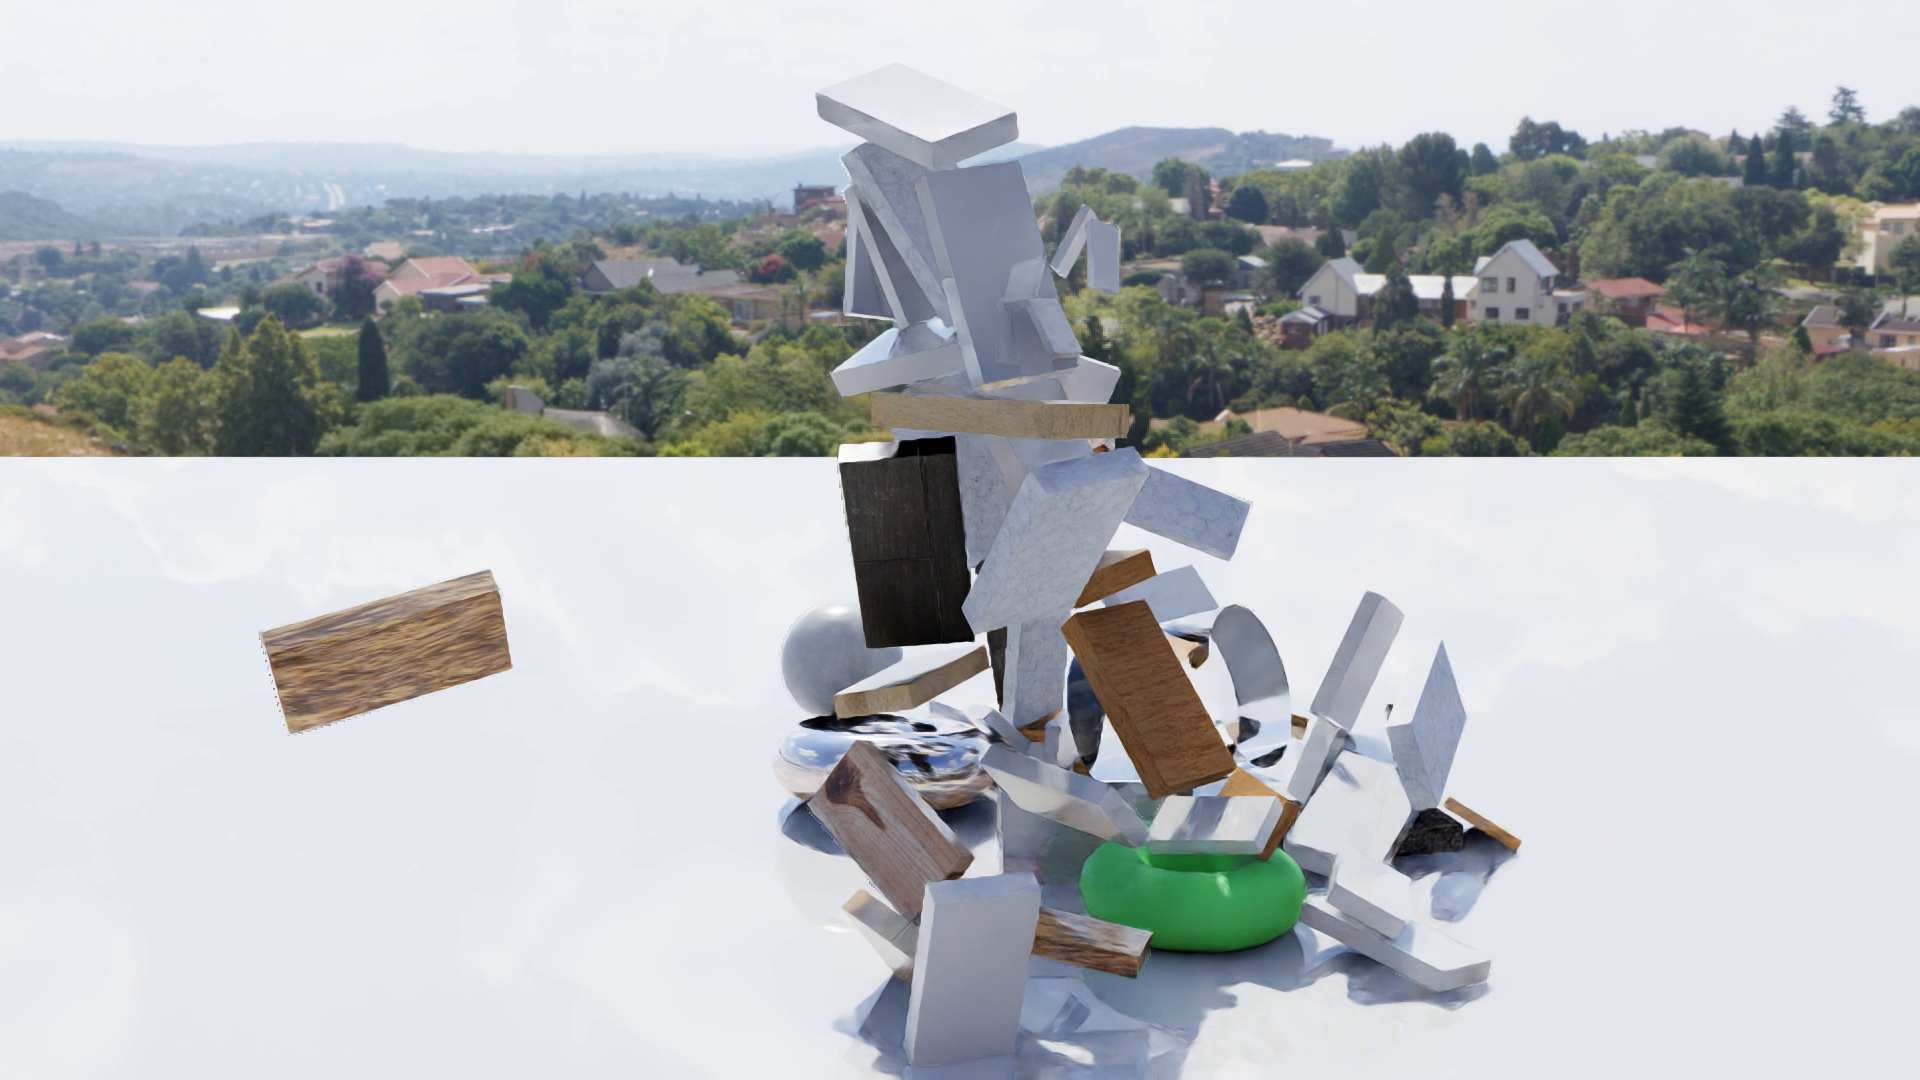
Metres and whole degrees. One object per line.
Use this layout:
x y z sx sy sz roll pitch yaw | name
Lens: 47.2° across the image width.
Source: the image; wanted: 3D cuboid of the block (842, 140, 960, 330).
-0.040 -0.503 3.444 0.155 0.310 0.044 -37 9 -33 | block

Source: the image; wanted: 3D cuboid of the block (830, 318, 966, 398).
-0.043 -0.314 3.583 0.327 0.046 0.163 -8 24 44 | block

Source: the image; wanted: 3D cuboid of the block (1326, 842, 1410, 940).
0.633 0.541 3.403 0.117 0.033 0.235 29 13 8 | block

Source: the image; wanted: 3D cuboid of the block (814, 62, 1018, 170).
-0.068 -0.645 3.330 0.155 0.044 0.310 -26 37 -27 | block

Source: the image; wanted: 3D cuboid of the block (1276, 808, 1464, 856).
0.710 0.519 3.923 0.329 0.047 0.165 -3 11 -13 | block

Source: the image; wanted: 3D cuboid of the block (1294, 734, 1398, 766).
0.772 0.448 4.302 0.167 0.047 0.335 -1 11 -3 | block

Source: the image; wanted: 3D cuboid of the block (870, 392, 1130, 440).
0.055 -0.181 3.202 0.347 0.049 0.173 7 7 42 | block

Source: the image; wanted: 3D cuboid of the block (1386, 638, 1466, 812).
0.830 0.323 3.903 0.046 0.161 0.375 -14 14 25 | block

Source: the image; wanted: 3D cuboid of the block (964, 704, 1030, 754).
0.073 0.378 4.414 0.104 0.030 0.209 43 -9 -7 | block

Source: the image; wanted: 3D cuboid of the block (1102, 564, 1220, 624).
0.399 0.135 4.272 0.273 0.136 0.039 -13 -24 -49 | block

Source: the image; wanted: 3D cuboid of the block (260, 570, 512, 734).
-0.735 0.144 2.835 0.294 0.147 0.042 -16 46 -19 | block

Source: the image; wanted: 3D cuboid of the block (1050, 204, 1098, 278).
0.163 -0.427 3.148 0.014 0.099 0.050 28 0 19 | block

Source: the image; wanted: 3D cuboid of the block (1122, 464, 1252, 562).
0.400 -0.052 3.949 0.222 0.111 0.031 21 -26 4 | block

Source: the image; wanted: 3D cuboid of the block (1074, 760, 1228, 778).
0.398 0.445 4.319 0.335 0.047 0.167 -10 14 -43 | block

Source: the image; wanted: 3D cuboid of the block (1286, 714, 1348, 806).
0.646 0.400 3.977 0.022 0.155 0.077 20 7 -21 | block

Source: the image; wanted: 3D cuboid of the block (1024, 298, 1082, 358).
0.134 -0.305 3.167 0.049 0.099 0.014 -4 -33 -34 | block

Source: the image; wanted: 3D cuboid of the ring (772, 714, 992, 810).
-0.141 0.416 4.141 0.428 0.143 0.428 2 2 0 | ring

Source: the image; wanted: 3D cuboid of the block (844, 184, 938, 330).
-0.085 -0.471 3.545 0.120 0.240 0.034 -23 2 -28 | block

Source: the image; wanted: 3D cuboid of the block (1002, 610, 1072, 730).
0.160 0.192 4.498 0.136 0.417 0.039 -21 39 -33 | block

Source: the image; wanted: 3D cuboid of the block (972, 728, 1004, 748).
0.017 0.407 4.397 0.088 0.025 0.176 -6 6 -19 | block

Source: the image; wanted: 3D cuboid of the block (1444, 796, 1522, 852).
0.936 0.508 3.943 0.077 0.022 0.155 32 1 -18 | block

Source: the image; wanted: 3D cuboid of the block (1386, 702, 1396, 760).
0.830 0.341 4.029 0.029 0.101 0.202 -9 -3 28 | block

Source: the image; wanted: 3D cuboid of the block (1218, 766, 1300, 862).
0.471 0.441 3.556 0.029 0.101 0.208 33 0 -18 | block

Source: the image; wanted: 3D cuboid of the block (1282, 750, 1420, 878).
0.694 0.485 3.833 0.165 0.047 0.329 16 29 22 | block

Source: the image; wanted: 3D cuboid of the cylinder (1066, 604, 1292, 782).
0.399 0.294 3.988 0.296 0.296 0.296 -16 0 33 | cylinder

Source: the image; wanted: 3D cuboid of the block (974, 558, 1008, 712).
0.051 -0.003 4.457 0.058 0.826 0.017 -1 28 17 | block

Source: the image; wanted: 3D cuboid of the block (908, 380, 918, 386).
-0.058 -0.276 3.994 0.063 0.169 0.018 -26 20 -18 | block

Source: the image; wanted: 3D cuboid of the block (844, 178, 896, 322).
-0.128 -0.494 3.703 0.120 0.240 0.034 4 -1 -28 | block

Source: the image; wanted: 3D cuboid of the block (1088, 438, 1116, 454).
0.179 -0.152 4.019 0.222 0.031 0.111 -23 28 23 | block

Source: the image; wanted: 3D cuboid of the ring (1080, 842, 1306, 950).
0.373 0.557 3.522 0.363 0.121 0.363 1 9 0 | ring

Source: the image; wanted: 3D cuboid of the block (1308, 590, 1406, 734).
0.803 0.248 4.442 0.039 0.273 0.136 23 -5 36 | block

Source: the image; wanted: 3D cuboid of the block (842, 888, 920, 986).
-0.055 0.610 3.169 0.042 0.147 0.294 -42 26 -15 | block

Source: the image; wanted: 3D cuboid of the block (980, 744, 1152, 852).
0.160 0.396 3.391 0.262 0.131 0.037 14 62 47 | block

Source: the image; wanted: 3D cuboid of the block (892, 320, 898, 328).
-0.093 -0.441 3.963 0.063 0.125 0.018 -7 8 -28 | block

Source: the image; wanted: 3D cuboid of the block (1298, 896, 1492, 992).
0.660 0.609 3.348 0.117 0.033 0.275 -1 15 -40 | block

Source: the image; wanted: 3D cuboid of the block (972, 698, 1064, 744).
0.142 0.383 4.627 0.209 0.030 0.104 5 27 23 | block

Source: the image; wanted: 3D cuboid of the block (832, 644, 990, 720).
-0.071 0.215 3.360 0.131 0.037 0.262 -10 6 28 | block

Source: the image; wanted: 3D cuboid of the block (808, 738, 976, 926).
-0.103 0.427 3.231 0.262 0.131 0.037 45 15 33 | block

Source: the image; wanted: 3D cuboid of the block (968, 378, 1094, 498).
0.136 -0.140 3.549 0.046 0.327 0.163 -3 34 42 | block

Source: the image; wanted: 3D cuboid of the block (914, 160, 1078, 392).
0.053 -0.387 3.218 0.155 0.324 0.044 -12 -9 -24 | block

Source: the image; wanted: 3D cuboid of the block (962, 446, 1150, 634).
0.134 0.004 3.204 0.173 0.346 0.049 -13 60 -28 | block

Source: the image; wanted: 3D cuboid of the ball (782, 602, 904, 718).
-0.232 0.242 4.354 0.242 0.242 0.242 0 11 0 | ball

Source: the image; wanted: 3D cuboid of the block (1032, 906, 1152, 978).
0.154 0.579 3.207 0.235 0.033 0.117 11 10 12 | block

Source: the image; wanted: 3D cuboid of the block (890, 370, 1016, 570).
0.000 -0.129 3.755 0.163 0.327 0.046 -37 29 -25 | block

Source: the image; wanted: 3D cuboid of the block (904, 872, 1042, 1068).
0.015 0.578 2.947 0.147 0.294 0.042 -3 33 -17 | block

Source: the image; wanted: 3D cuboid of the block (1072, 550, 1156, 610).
0.174 0.065 3.701 0.161 0.046 0.321 -22 9 -26 | block

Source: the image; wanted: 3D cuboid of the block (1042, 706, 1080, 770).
0.206 0.399 4.385 0.030 0.104 0.209 8 10 15 | block

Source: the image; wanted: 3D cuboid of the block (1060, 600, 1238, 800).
0.304 0.253 3.548 0.161 0.321 0.046 -10 -27 -40 | block

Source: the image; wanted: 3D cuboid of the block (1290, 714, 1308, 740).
0.591 0.347 4.242 0.155 0.022 0.077 13 -21 8 | block

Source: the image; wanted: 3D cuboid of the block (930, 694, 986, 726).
0.019 0.370 4.785 0.088 0.025 0.175 -8 13 -35 | block

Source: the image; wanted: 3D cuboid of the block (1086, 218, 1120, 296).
0.200 -0.395 3.075 0.050 0.099 0.014 13 -21 -39 | block

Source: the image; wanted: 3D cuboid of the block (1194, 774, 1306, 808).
0.471 0.496 4.043 0.335 0.047 0.167 -6 12 -30 | block

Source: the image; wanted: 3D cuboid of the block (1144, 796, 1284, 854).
0.399 0.449 3.472 0.202 0.029 0.101 -6 34 37 | block

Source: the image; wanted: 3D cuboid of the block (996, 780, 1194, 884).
0.230 0.493 3.723 0.329 0.165 0.047 -1 -2 -8 | block

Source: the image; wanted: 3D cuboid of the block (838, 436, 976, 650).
-0.077 0.008 3.373 0.173 0.346 0.049 -4 34 3 | block

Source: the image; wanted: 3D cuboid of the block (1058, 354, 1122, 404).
0.198 -0.286 3.847 0.156 0.078 0.022 17 18 -24 | block
